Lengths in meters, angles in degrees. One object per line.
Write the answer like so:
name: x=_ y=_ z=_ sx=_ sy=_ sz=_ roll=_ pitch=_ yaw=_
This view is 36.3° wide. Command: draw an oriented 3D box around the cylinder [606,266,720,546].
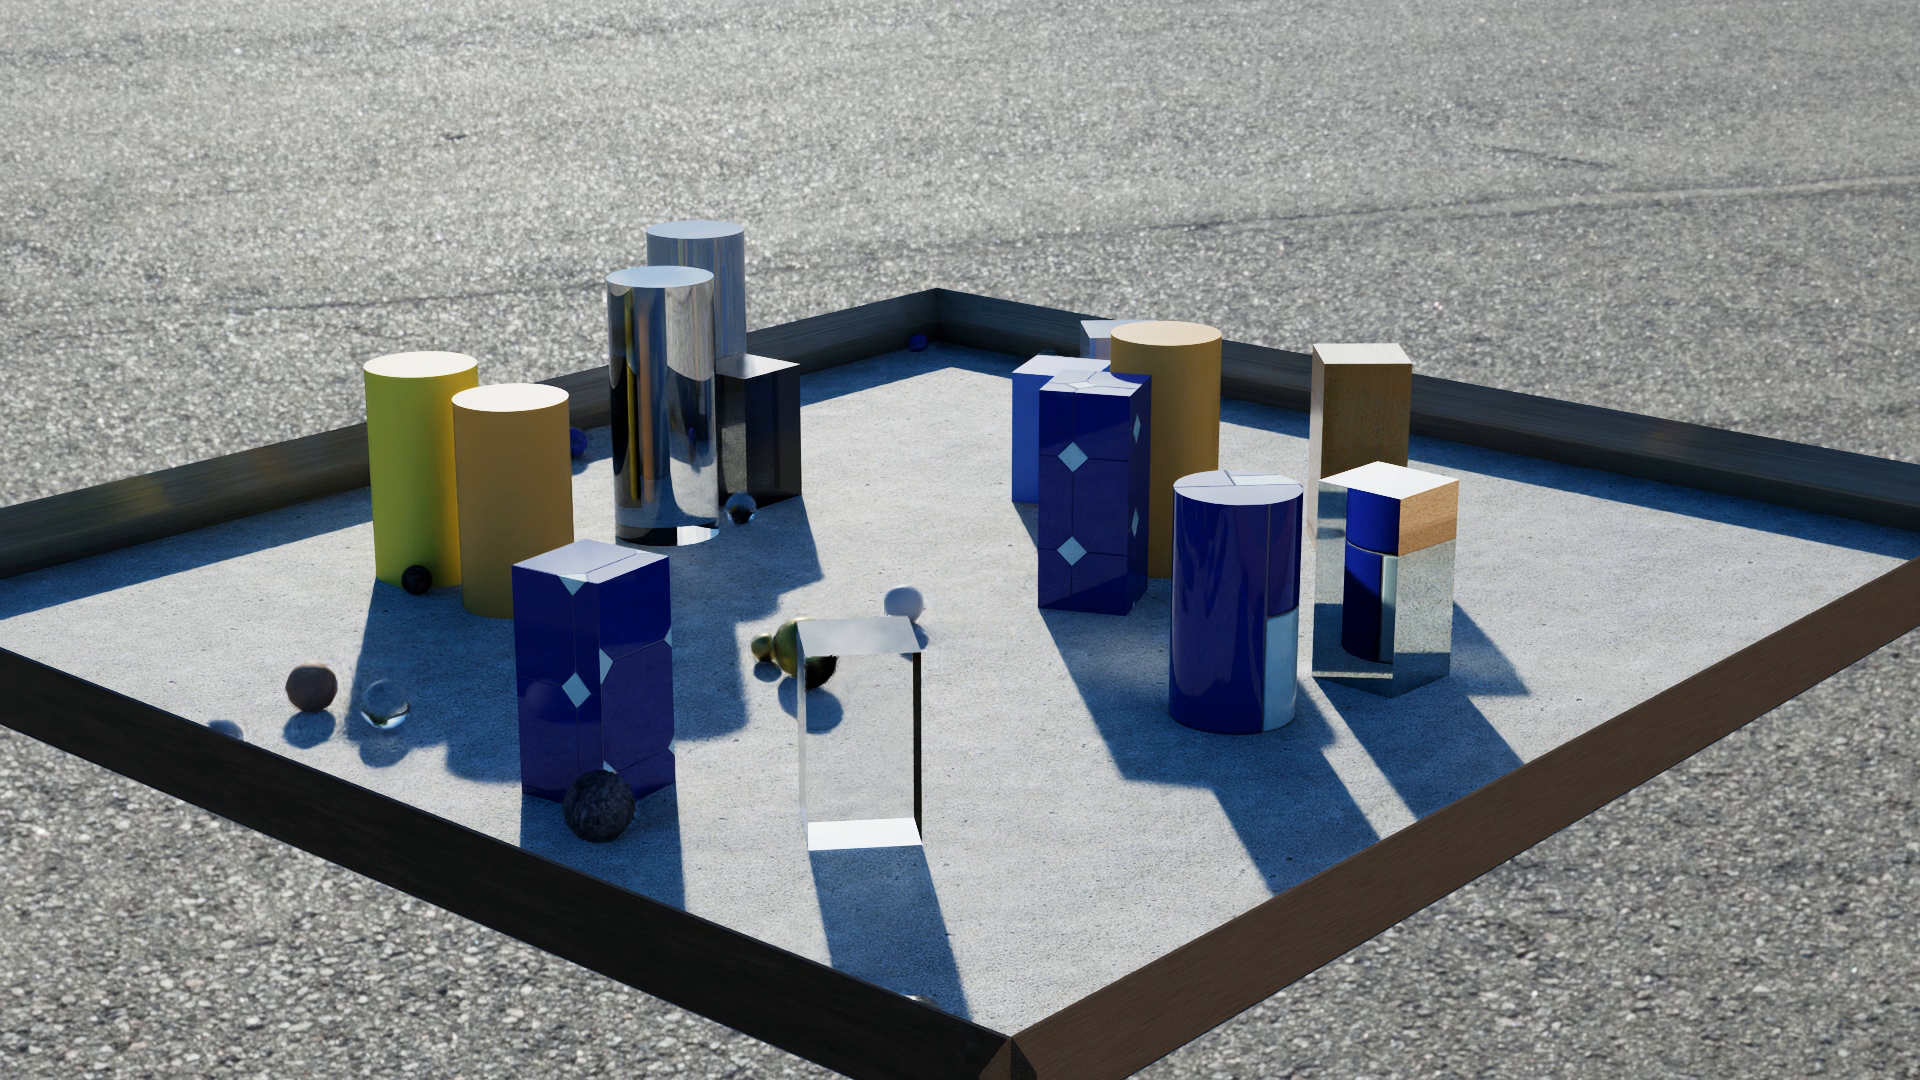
cylinder: x=-0.549 y=-0.250 z=5.437 sx=0.197 sy=0.486 sz=0.197 roll=0 pitch=17 yaw=0

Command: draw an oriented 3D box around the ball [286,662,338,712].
ball: x=-1.008 y=0.228 z=4.559 sx=0.079 sy=0.079 sz=0.079 roll=0 pitch=17 yaw=0

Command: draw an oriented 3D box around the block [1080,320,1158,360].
block: x=0.331 y=-0.298 z=5.968 sx=0.157 sy=0.271 sz=0.157 roll=-1 pitch=17 yaw=-4

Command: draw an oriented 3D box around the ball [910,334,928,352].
ball: x=-0.098 y=-0.466 z=6.922 sx=0.044 sy=0.044 sz=0.044 roll=0 pitch=17 yaw=0

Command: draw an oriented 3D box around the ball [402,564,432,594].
ball: x=-0.950 y=0.070 z=5.129 sx=0.053 sy=0.053 sz=0.053 roll=0 pitch=17 yaw=0

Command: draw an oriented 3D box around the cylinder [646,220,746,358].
cylinder: x=-0.531 y=-0.397 z=5.948 sx=0.197 sy=0.473 sz=0.197 roll=0 pitch=17 yaw=0

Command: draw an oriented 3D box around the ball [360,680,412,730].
ball: x=-0.878 y=0.252 z=4.483 sx=0.076 sy=0.076 sz=0.076 roll=0 pitch=17 yaw=0

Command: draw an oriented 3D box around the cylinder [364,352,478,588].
cylinder: x=-0.948 y=-0.126 z=5.208 sx=0.197 sy=0.382 sz=0.197 roll=0 pitch=17 yaw=0

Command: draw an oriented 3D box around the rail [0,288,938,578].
rail: x=-0.998 y=-0.218 z=5.949 sx=0.045 sy=0.128 sz=2.929 roll=14 pitch=22 yaw=39

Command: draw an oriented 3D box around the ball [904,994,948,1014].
ball: x=-0.051 y=0.571 z=3.416 sx=0.082 sy=0.082 sz=0.082 roll=0 pitch=17 yaw=0

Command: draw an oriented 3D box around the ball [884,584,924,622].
ball: x=-0.094 y=0.108 z=4.974 sx=0.068 sy=0.068 sz=0.068 roll=0 pitch=17 yaw=0

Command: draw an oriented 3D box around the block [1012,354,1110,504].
block: x=0.201 y=-0.212 z=5.711 sx=0.157 sy=0.257 sz=0.157 roll=6 pitch=18 yaw=19

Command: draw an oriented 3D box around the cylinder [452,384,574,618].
cylinder: x=-0.766 y=-0.068 z=5.045 sx=0.197 sy=0.365 sz=0.197 roll=0 pitch=17 yaw=0

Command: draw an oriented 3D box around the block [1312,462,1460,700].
block: x=0.678 y=0.062 z=4.678 sx=0.157 sy=0.328 sz=0.157 roll=15 pitch=23 yaw=41

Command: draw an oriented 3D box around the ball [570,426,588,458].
ball: x=-0.796 y=-0.200 z=6.005 sx=0.064 sy=0.064 sz=0.064 roll=0 pitch=17 yaw=0

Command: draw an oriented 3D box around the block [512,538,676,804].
block: x=-0.524 y=0.194 z=4.209 sx=0.157 sy=0.344 sz=0.157 roll=11 pitch=20 yaw=32

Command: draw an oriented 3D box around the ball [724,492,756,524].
ball: x=-0.415 y=-0.059 z=5.542 sx=0.060 sy=0.060 sz=0.060 roll=0 pitch=17 yaw=0

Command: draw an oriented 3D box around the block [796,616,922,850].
block: x=-0.141 y=0.267 z=4.078 sx=0.157 sy=0.281 sz=0.157 roll=-2 pitch=17 yaw=-7

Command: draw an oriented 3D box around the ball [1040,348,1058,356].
ball: x=0.203 y=-0.419 z=6.758 sx=0.047 sy=0.047 sz=0.047 roll=0 pitch=17 yaw=0

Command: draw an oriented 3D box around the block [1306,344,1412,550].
block: x=0.730 y=-0.166 z=5.379 sx=0.157 sy=0.360 sz=0.157 roll=0 pitch=17 yaw=-1

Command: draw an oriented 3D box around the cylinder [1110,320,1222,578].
cylinder: x=0.366 y=-0.164 z=5.259 sx=0.197 sy=0.425 sz=0.197 roll=0 pitch=17 yaw=0

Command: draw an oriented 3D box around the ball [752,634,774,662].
ball: x=-0.317 y=0.177 z=4.785 sx=0.047 sy=0.047 sz=0.047 roll=0 pitch=17 yaw=0

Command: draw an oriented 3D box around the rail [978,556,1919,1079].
rail: x=0.998 y=0.282 z=4.291 sx=0.045 sy=0.128 sz=2.929 roll=14 pitch=22 yaw=39

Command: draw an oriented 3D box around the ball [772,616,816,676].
ball: x=-0.252 y=0.172 z=4.711 sx=0.098 sy=0.098 sz=0.098 roll=0 pitch=17 yaw=0

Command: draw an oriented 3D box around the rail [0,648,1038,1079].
rail: x=-0.945 y=0.346 z=4.078 sx=2.690 sy=0.128 sz=0.045 roll=14 pitch=22 yaw=39

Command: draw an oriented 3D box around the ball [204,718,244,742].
ball: x=-1.097 y=0.296 z=4.362 sx=0.062 sy=0.062 sz=0.062 roll=0 pitch=17 yaw=0

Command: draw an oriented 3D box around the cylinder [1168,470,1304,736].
cylinder: x=0.423 y=0.094 z=4.506 sx=0.197 sy=0.365 sz=0.197 roll=0 pitch=17 yaw=0

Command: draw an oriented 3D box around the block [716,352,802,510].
block: x=-0.421 y=-0.211 z=5.697 sx=0.157 sy=0.262 sz=0.157 roll=13 pitch=21 yaw=37

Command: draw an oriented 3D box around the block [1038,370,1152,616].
block: x=0.232 y=-0.083 z=5.057 sx=0.157 sy=0.387 sz=0.157 roll=5 pitch=17 yaw=16

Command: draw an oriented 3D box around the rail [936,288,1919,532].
rail: x=0.945 y=-0.282 z=6.162 sx=2.690 sy=0.128 sz=0.045 roll=14 pitch=22 yaw=39

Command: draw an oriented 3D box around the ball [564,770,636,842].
ball: x=-0.499 y=0.368 z=4.061 sx=0.098 sy=0.098 sz=0.098 roll=0 pitch=17 yaw=0
